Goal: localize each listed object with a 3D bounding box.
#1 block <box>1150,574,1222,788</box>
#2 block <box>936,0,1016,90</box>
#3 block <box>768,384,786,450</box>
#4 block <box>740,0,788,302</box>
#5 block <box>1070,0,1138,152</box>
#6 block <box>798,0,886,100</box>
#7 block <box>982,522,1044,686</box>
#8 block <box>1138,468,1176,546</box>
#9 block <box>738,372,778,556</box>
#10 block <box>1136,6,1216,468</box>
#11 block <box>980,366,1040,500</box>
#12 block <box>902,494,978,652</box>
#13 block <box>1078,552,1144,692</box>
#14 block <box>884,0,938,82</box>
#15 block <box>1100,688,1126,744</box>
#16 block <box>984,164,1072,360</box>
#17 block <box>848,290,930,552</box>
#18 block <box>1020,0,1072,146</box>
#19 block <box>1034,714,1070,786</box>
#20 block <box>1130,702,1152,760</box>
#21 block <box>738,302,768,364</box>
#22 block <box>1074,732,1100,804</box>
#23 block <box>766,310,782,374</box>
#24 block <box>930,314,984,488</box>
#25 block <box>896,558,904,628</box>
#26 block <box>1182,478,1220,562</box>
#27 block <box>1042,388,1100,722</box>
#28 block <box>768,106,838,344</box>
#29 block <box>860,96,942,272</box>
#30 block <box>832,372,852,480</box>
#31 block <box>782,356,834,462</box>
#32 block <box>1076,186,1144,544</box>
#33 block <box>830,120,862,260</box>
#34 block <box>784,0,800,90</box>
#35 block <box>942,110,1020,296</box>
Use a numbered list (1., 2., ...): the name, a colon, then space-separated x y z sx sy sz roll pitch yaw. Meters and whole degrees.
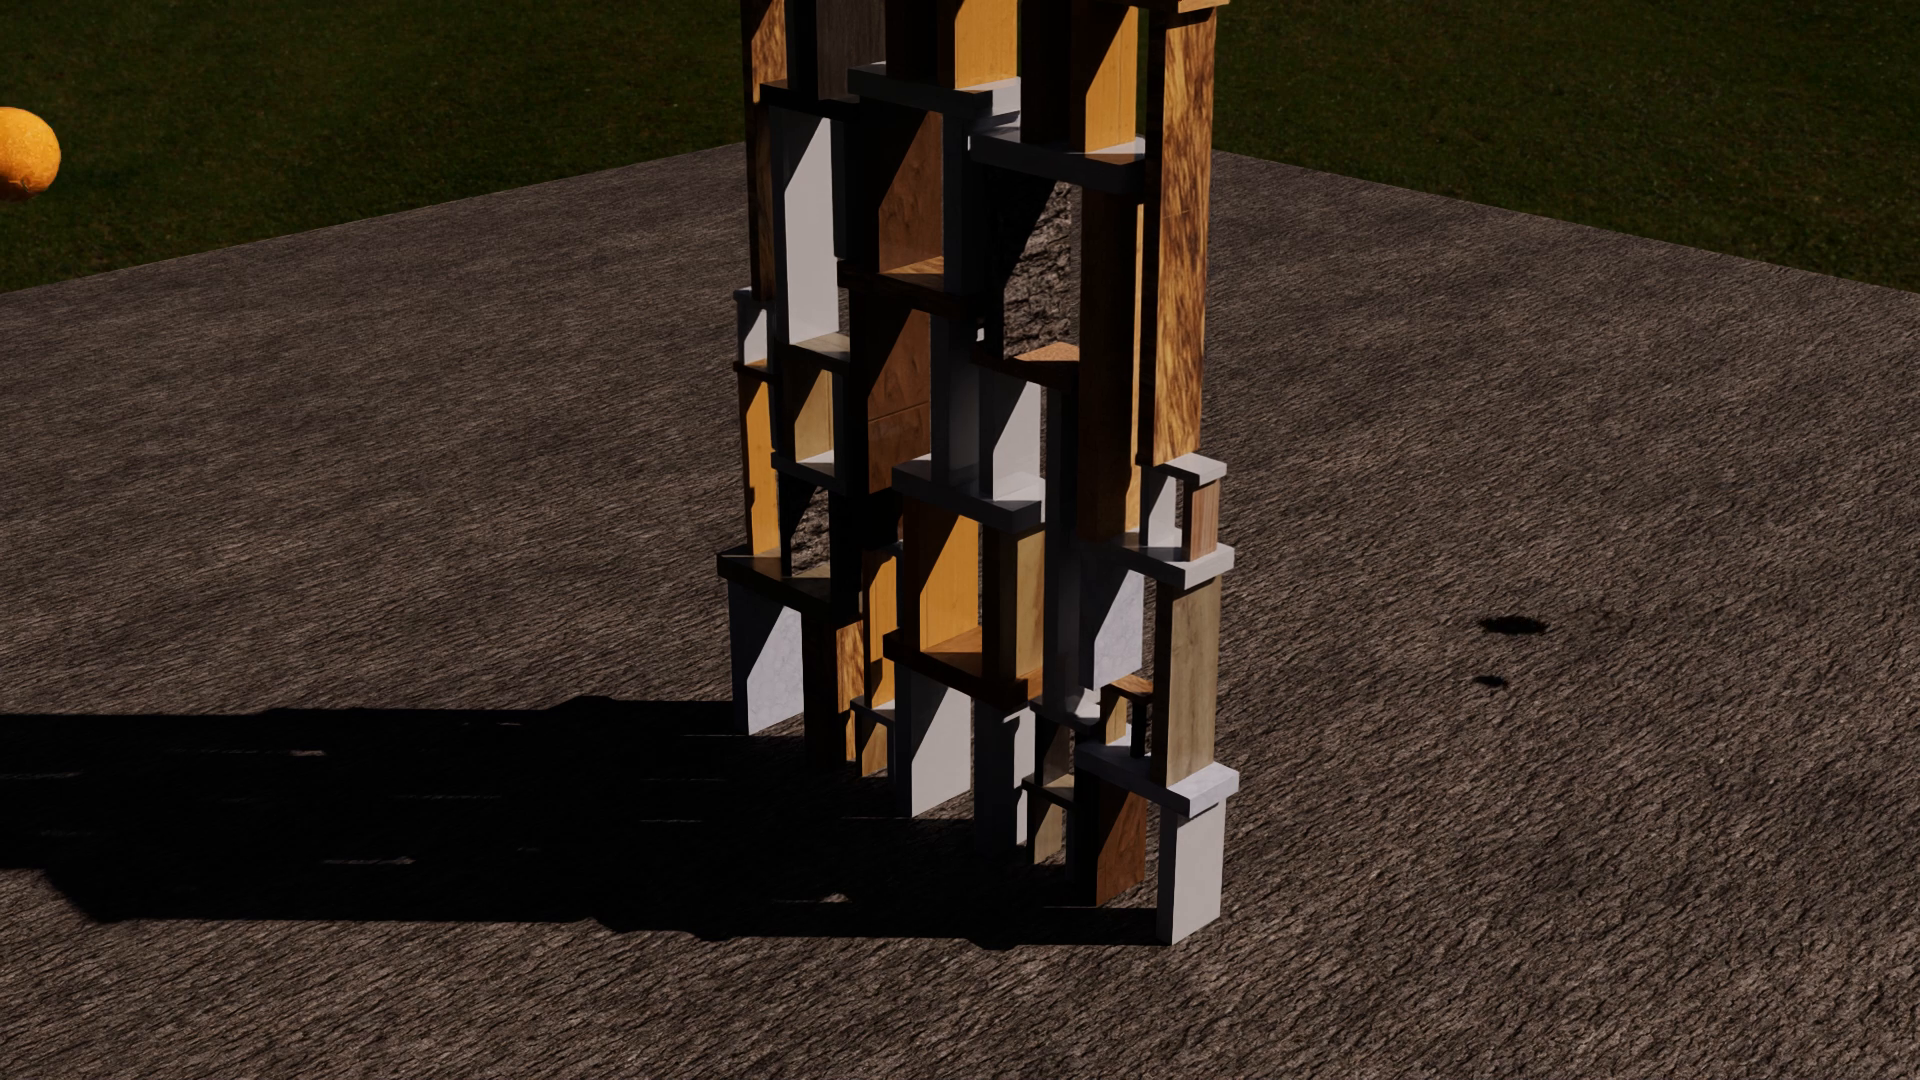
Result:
1. block: 0.399 0.236 3.888 0.132 0.394 0.037 -21 31 -41
2. block: 0.030 -0.944 3.789 0.044 0.308 0.154 21 31 41
3. block: -0.355 -0.260 4.497 0.071 0.141 0.020 -19 27 -38
4. block: -0.373 -0.782 4.295 0.027 0.636 0.096 21 31 39
5. block: 0.237 -0.775 3.627 0.125 0.249 0.035 -22 31 -40
6. block: -0.216 -1.024 4.016 0.049 0.413 0.172 21 31 41
7. block: 0.114 0.100 4.141 0.045 0.319 0.159 21 31 41
8. block: 0.344 -0.068 3.822 0.072 0.143 0.020 -21 31 -40
9. block: -0.422 -0.166 4.606 0.020 0.401 0.071 20 30 41
10. block: 0.355 -0.494 3.619 0.035 0.760 0.125 21 31 40
11. block: 0.091 -0.211 4.030 0.035 0.250 0.125 21 31 41
12. block: -0.037 0.042 4.279 0.159 0.319 0.045 -21 31 -41
13. block: 0.274 0.128 3.979 0.132 0.265 0.037 -21 31 -40
14. block: -0.053 -0.992 3.854 0.049 0.345 0.172 21 31 41
15. block: 0.283 0.316 4.059 0.016 0.113 0.057 21 31 41
16. block: 0.119 -0.505 3.874 0.171 0.343 0.049 -22 31 -40
17. block: -0.134 -0.247 4.261 0.047 0.522 0.164 21 31 40
18. block: 0.171 -0.858 3.667 0.154 0.372 0.044 -21 31 -40
19. block: 0.177 0.388 4.204 0.021 0.151 0.076 21 31 40
20. block: 0.338 0.338 4.009 0.057 0.113 0.016 -21 32 -40
21. block: -0.423 -0.430 4.494 0.019 0.131 0.066 23 32 39
22. block: 0.249 0.416 4.140 0.021 0.151 0.076 21 31 40
23. block: -0.359 -0.406 4.438 0.019 0.131 0.066 23 32 39
24. block: 0.021 -0.275 4.081 0.047 0.329 0.164 21 31 41
25. block: -0.092 0.095 4.369 0.075 0.149 0.021 -21 31 -41
26. block: 0.411 -0.041 3.759 0.072 0.143 0.020 -21 31 -40
27. block: 0.209 0.018 3.999 0.035 0.648 0.125 21 31 40
28. block: -0.303 -0.623 4.292 0.037 0.469 0.131 21 31 40
29. block: -0.108 -0.668 4.059 0.045 0.320 0.160 21 31 40
30. block: -0.200 -0.237 4.342 0.031 0.219 0.109 21 31 40
31. block: -0.304 -0.277 4.436 0.031 0.219 0.109 21 31 40
32. block: 0.281 -0.312 3.779 0.171 0.625 0.049 -22 31 -40
33. block: -0.180 -0.670 4.138 0.037 0.261 0.130 21 31 41
34. block: -0.282 -0.950 4.123 0.096 0.192 0.027 -22 31 -40
35. block: 0.043 -0.609 3.920 0.045 0.320 0.160 21 31 40
